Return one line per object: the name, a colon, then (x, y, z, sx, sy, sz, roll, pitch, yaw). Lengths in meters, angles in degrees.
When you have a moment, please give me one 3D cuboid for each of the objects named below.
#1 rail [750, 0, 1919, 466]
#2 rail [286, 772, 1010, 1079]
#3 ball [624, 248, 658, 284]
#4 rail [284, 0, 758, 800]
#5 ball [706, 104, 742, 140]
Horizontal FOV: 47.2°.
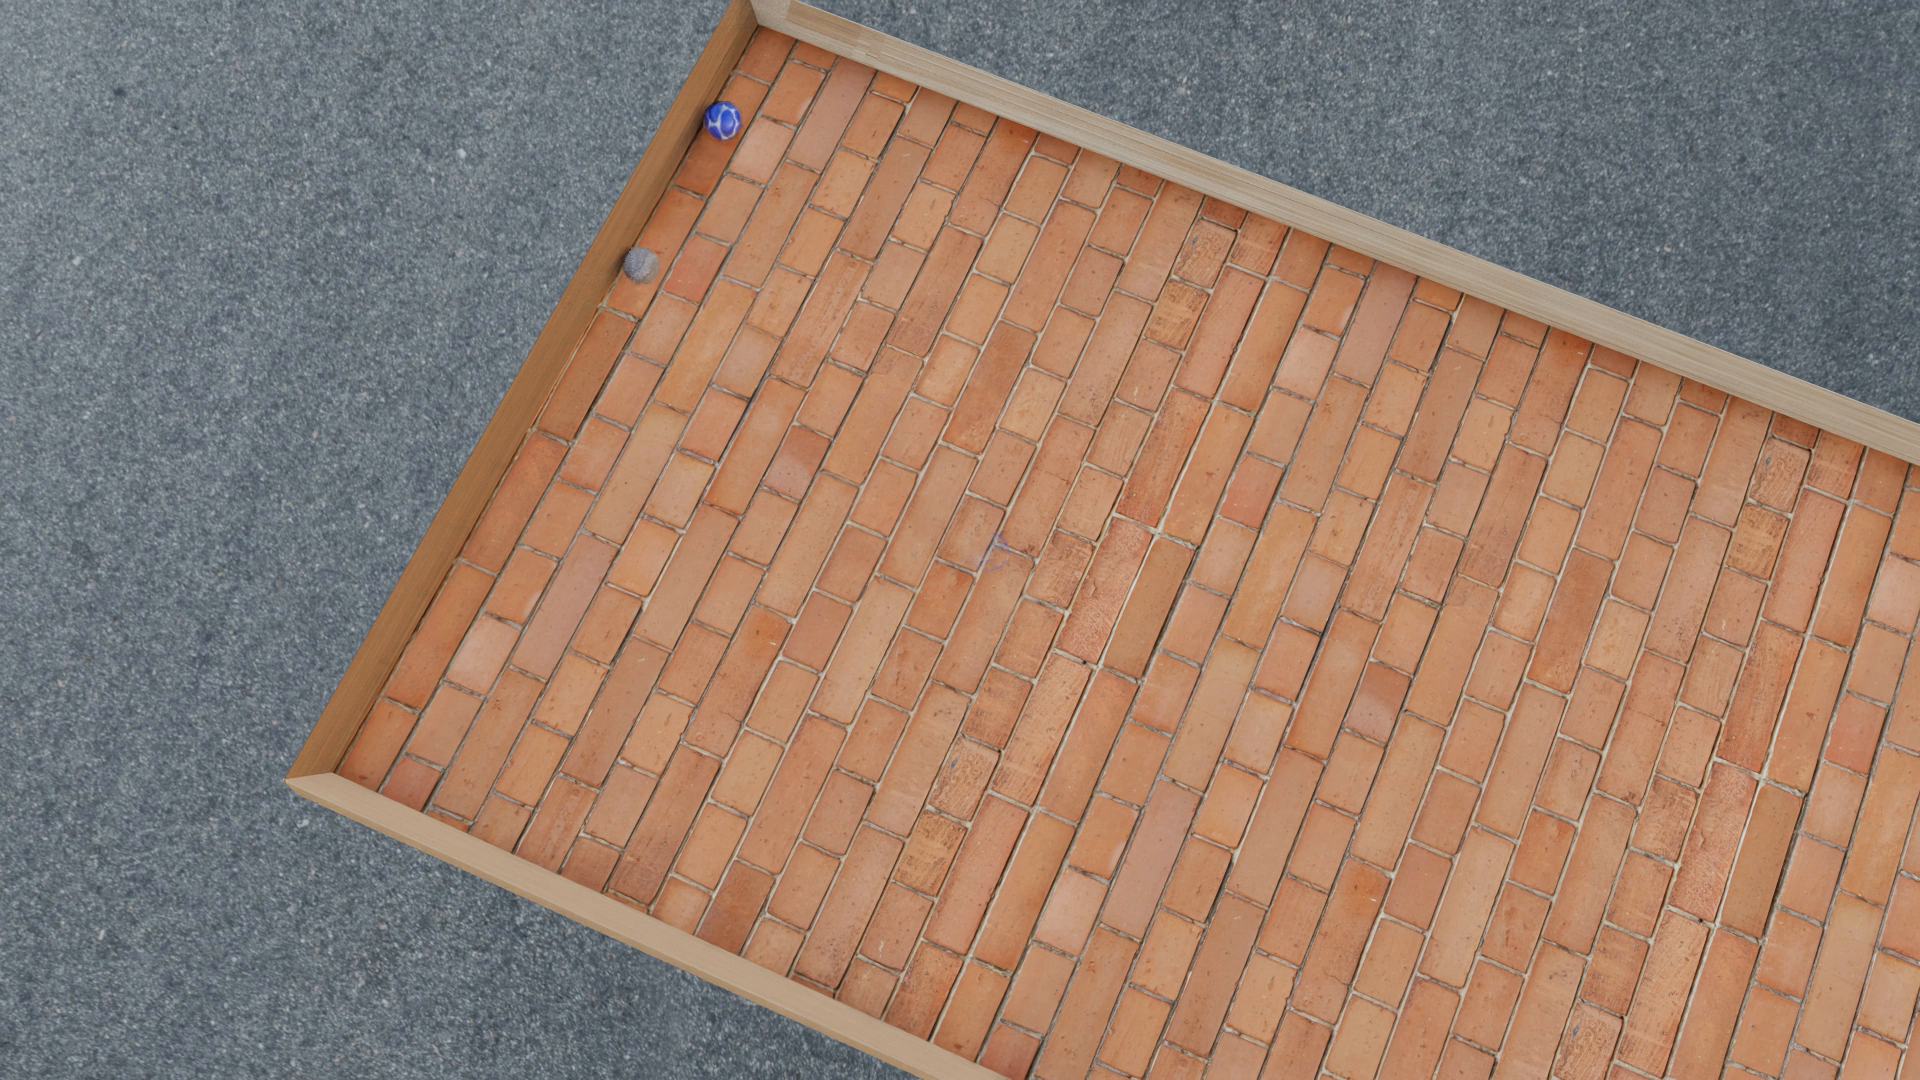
rail: (1.002, -0.363, 3.615, 3.036, 0.083, 0.045, 22, 70, 9)
rail: (0.385, 0.928, 3.103, 3.036, 0.083, 0.045, 22, 70, 9)
ball: (-0.532, -0.456, 3.666, 0.058, 0.058, 0.058, 0, 68, 0)
rail: (-0.672, -0.282, 3.583, 0.045, 0.083, 1.567, 22, 70, 9)
ball: (-0.404, -0.716, 3.766, 0.064, 0.064, 0.064, 0, 68, 0)
